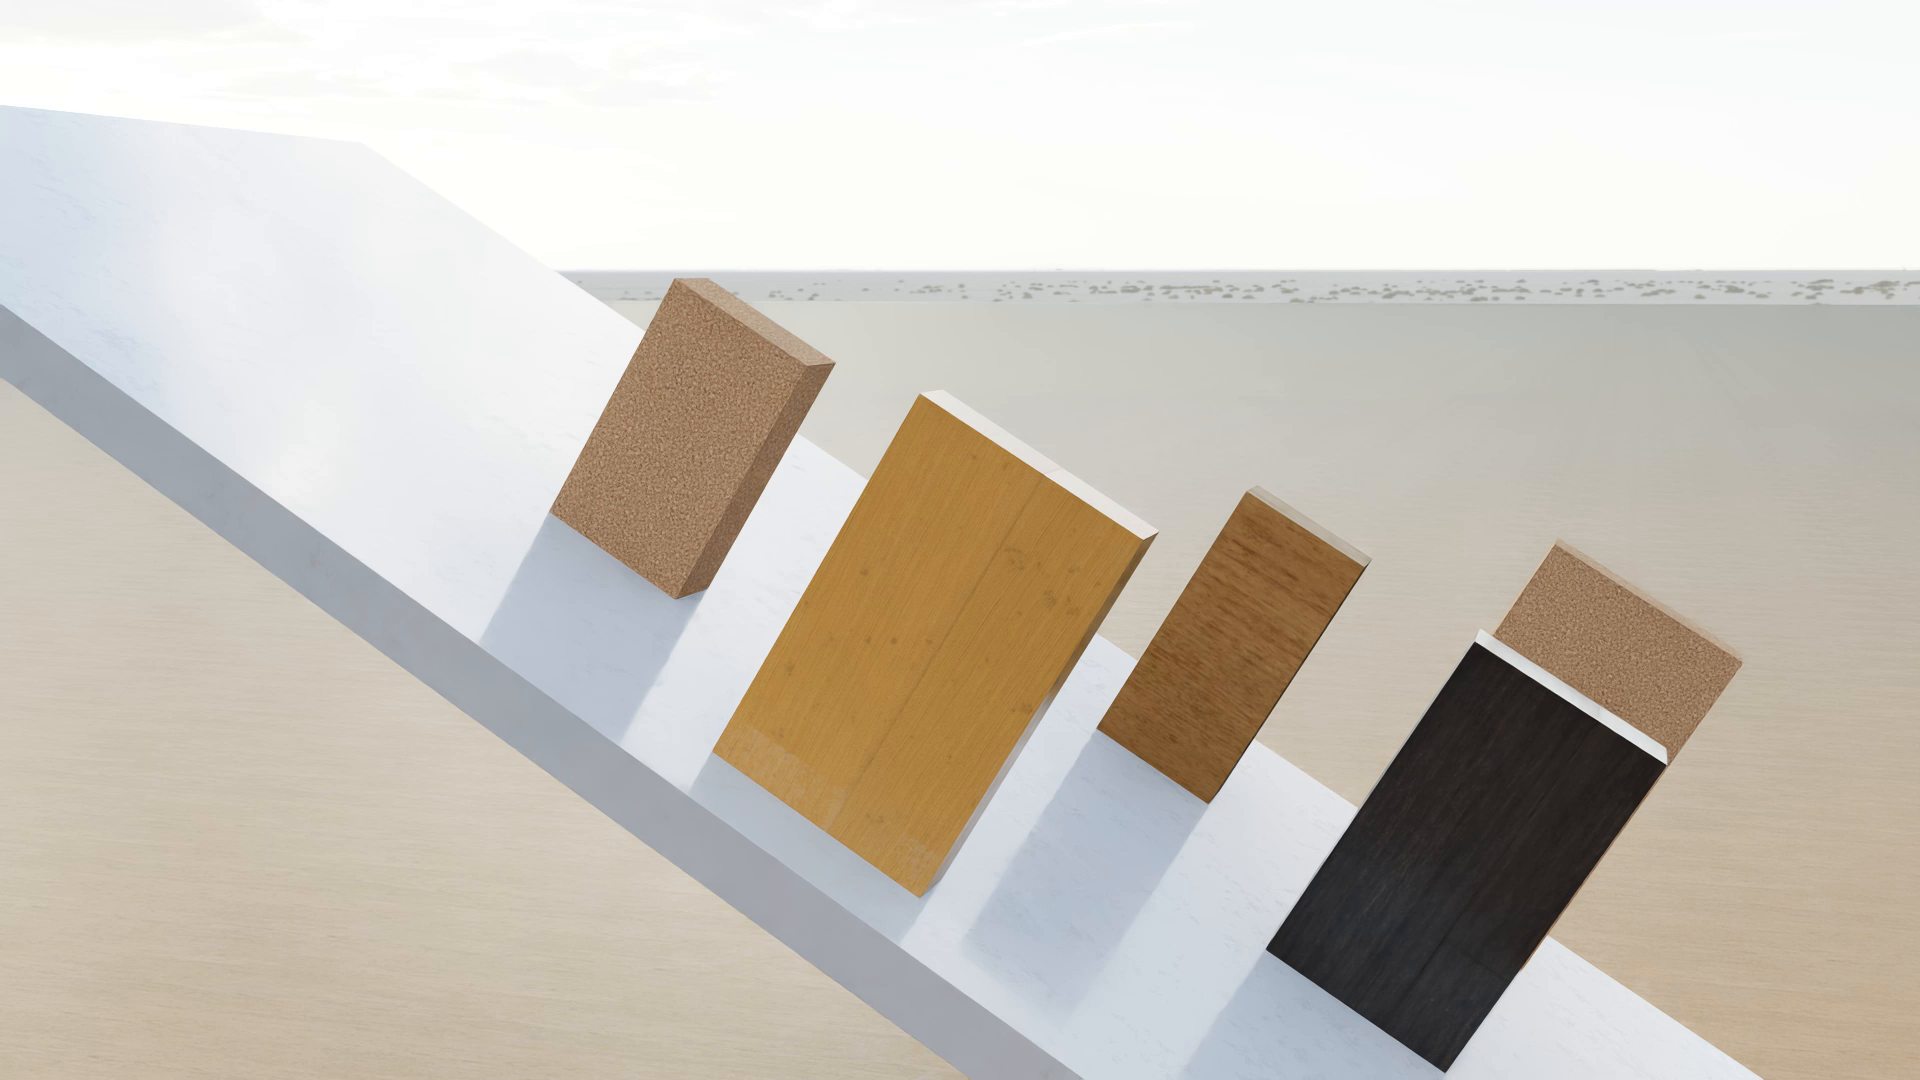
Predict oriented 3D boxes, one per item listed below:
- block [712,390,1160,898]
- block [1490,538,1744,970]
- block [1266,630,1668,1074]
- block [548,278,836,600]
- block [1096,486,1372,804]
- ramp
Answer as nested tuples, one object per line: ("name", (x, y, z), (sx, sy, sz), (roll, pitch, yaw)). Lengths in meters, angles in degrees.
("block", (-0.043, 0.153, 3.257), (0.386, 0.639, 0.109), (34, 15, 11))
("block", (1.180, 0.435, 4.477), (0.423, 0.768, 0.126), (34, 15, 11))
("block", (0.860, 0.531, 3.763), (0.364, 0.654, 0.135), (34, 15, 11))
("block", (-0.468, -0.179, 3.834), (0.280, 0.476, 0.141), (34, 15, 11))
("block", (0.542, 0.207, 4.368), (0.269, 0.569, 0.130), (34, 15, 11))
("ramp", (-0.161, 0.266, 4.116), (4.000, 0.100, 2.000), (34, 15, 11))
